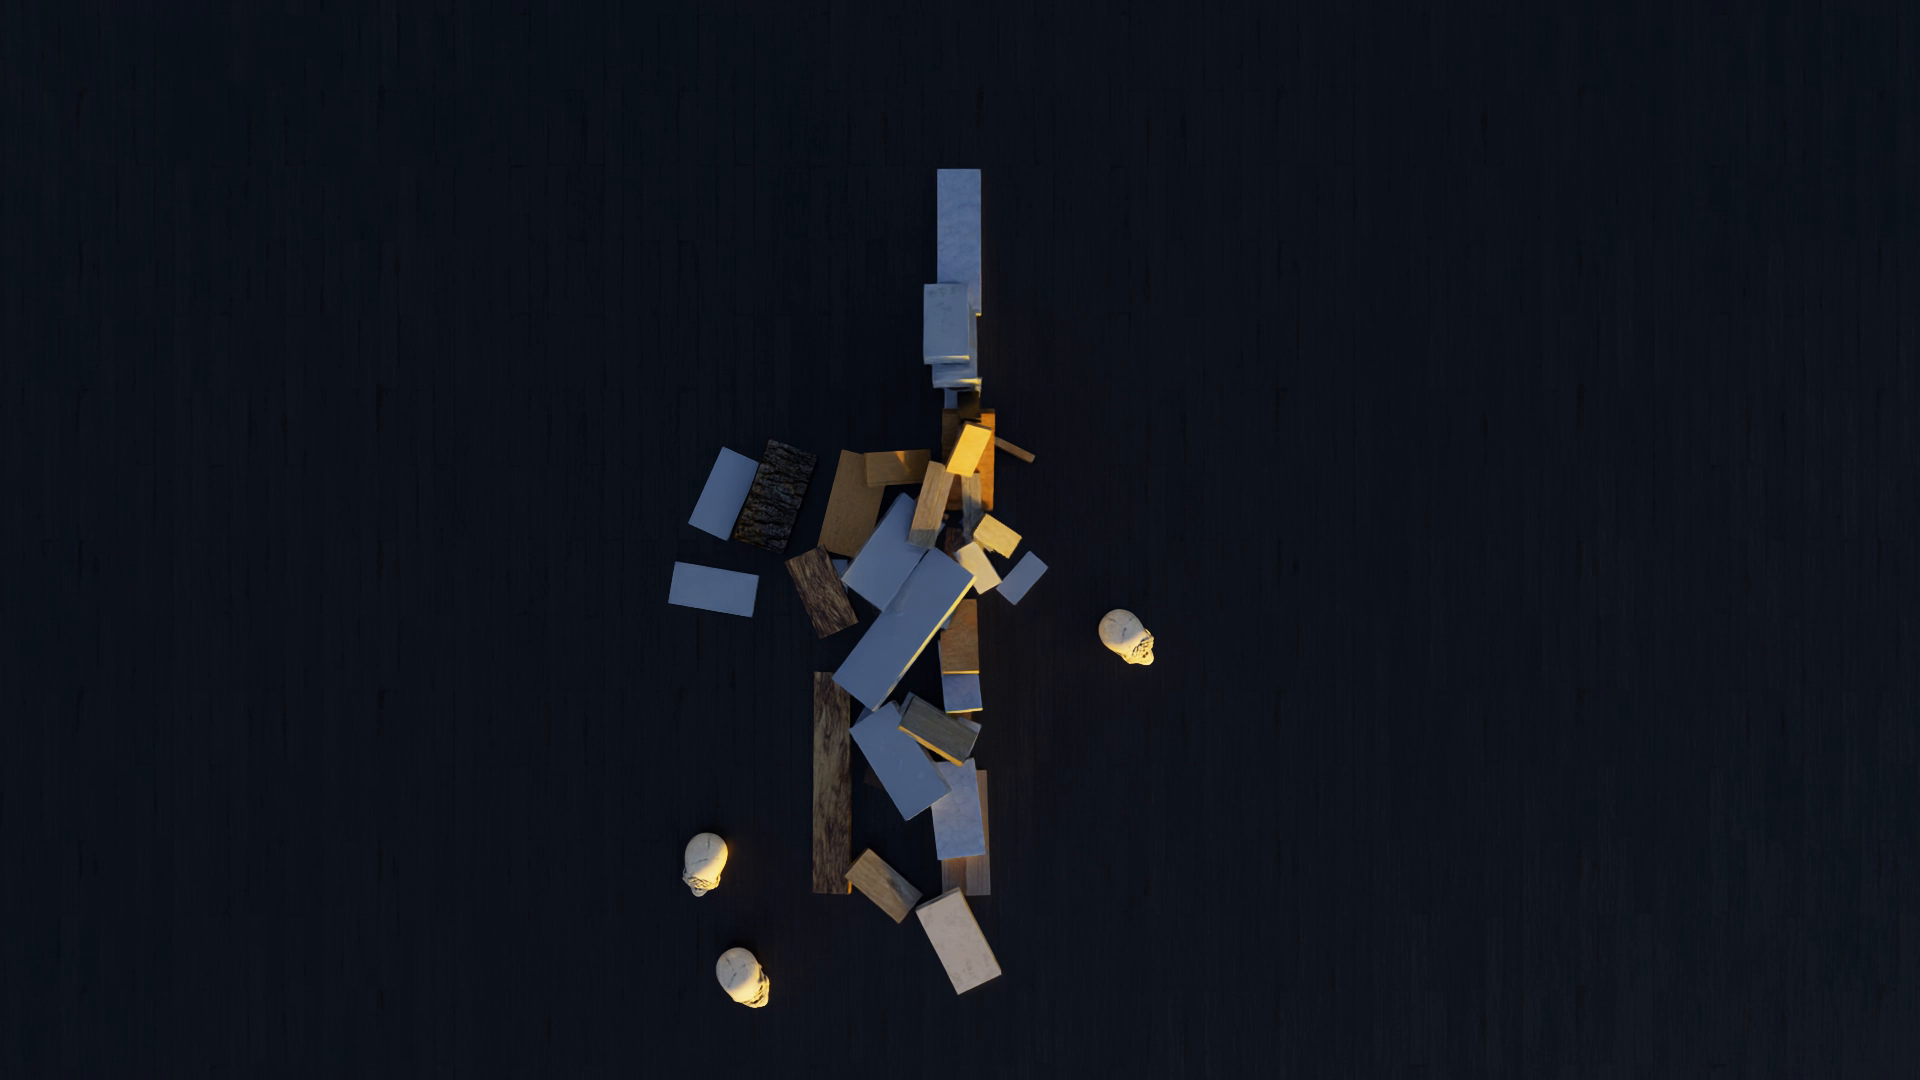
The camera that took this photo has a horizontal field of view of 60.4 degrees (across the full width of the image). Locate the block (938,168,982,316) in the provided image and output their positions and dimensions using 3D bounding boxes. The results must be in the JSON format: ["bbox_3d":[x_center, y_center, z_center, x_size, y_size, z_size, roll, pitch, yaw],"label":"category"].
[{"bbox_3d":[-0.003,-0.988,5.479,0.145,0.041,0.480,0,90,0],"label":"block"}]

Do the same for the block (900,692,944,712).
[{"bbox_3d":[-0.126,0.567,5.490,0.136,0.019,0.068,29,90,0],"label":"block"}]

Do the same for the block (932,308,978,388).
[{"bbox_3d":[-0.017,-0.626,5.380,0.145,0.041,0.290,-2,58,2],"label":"block"}]

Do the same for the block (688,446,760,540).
[{"bbox_3d":[-0.779,-0.154,5.480,0.140,0.040,0.280,24,90,0],"label":"block"}]

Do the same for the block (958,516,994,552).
[{"bbox_3d":[0.071,-0.034,5.476,0.146,0.021,0.073,44,84,-8],"label":"block"}]

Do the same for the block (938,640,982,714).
[{"bbox_3d":[-0.001,0.446,5.444,0.122,0.035,0.244,-6,73,-2],"label":"block"}]

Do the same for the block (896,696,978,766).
[{"bbox_3d":[-0.074,0.625,5.392,0.244,0.035,0.122,32,57,-7],"label":"block"}]

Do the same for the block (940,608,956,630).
[{"bbox_3d":[-0.052,0.218,5.446,0.073,0.021,0.146,20,79,14],"label":"block"}]

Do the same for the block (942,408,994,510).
[{"bbox_3d":[0.026,-0.262,5.384,0.169,0.048,0.337,0,114,0],"label":"block"}]

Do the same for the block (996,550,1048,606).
[{"bbox_3d":[0.206,0.126,5.488,0.086,0.024,0.171,42,90,0],"label":"block"}]

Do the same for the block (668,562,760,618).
[{"bbox_3d":[-0.817,0.163,5.480,0.280,0.040,0.140,10,90,0],"label":"block"}]

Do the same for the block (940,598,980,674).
[{"bbox_3d":[-0.003,0.319,5.447,0.122,0.035,0.244,-2,73,0],"label":"block"}]

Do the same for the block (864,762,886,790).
[{"bbox_3d":[-0.226,0.704,5.465,0.123,0.035,0.246,17,92,14],"label":"block"}]

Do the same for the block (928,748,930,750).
[{"bbox_3d":[-0.137,0.653,5.490,0.136,0.019,0.068,13,90,0],"label":"block"}]

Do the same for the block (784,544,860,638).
[{"bbox_3d":[-0.455,0.170,5.441,0.140,0.040,0.280,-24,93,2],"label":"block"}]

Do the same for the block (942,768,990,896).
[{"bbox_3d":[0.015,0.970,5.477,0.159,0.045,0.413,-2,90,0],"label":"block"}]

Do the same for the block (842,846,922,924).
[{"bbox_3d":[-0.255,1.140,5.452,0.246,0.035,0.123,42,80,-10],"label":"block"}]

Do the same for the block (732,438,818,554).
[{"bbox_3d":[-0.611,-0.144,5.456,0.169,0.048,0.347,19,90,-14],"label":"block"}]

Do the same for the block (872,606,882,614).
[{"bbox_3d":[-0.186,0.183,5.484,0.221,0.031,0.110,-6,90,0],"label":"block"}]

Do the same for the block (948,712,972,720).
[{"bbox_3d":[-0.003,0.592,5.489,0.081,0.023,0.161,-2,90,0],"label":"block"}]

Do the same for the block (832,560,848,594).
[{"bbox_3d":[-0.429,0.174,5.484,0.110,0.031,0.221,1,90,0],"label":"block"}]

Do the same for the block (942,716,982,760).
[{"bbox_3d":[0.005,0.672,5.466,0.081,0.023,0.161,22,91,0],"label":"block"}]

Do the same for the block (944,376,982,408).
[{"bbox_3d":[0.004,-0.429,5.437,0.114,0.032,0.229,5,114,-1],"label":"block"}]

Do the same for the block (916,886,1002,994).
[{"bbox_3d":[-0.005,1.324,5.453,0.159,0.045,0.319,-26,97,3],"label":"block"}]

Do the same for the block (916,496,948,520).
[{"bbox_3d":[-0.091,-0.106,5.469,0.123,0.062,0.017,33,90,0],"label":"block"}]

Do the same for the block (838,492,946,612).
[{"bbox_3d":[-0.224,0.038,5.430,0.177,0.050,0.354,38,82,-14],"label":"block"}]

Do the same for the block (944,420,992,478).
[{"bbox_3d":[0.027,-0.292,5.292,0.090,0.025,0.180,14,120,-20],"label":"block"}]

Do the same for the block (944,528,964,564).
[{"bbox_3d":[-0.017,0.034,5.490,0.073,0.021,0.146,7,90,0],"label":"block"}]

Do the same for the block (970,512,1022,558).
[{"bbox_3d":[0.118,-0.016,5.443,0.171,0.024,0.086,33,90,-33],"label":"block"}]

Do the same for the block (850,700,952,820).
[{"bbox_3d":[-0.195,0.722,5.408,0.177,0.050,0.354,-35,80,13],"label":"block"}]

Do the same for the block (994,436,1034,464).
[{"bbox_3d":[0.161,-0.305,5.455,0.180,0.090,0.026,26,90,0],"label":"block"}]

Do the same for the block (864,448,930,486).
[{"bbox_3d":[-0.205,-0.239,5.445,0.221,0.031,0.110,-5,96,-18],"label":"block"}]

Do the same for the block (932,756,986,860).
[{"bbox_3d":[-0.013,0.882,5.432,0.159,0.045,0.319,-7,90,0],"label":"block"}]

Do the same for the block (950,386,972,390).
[{"bbox_3d":[-0.005,-0.580,5.386,0.069,0.020,0.209,-4,58,0],"label":"block"}]

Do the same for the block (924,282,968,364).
[{"bbox_3d":[-0.045,-0.706,5.371,0.145,0.041,0.290,-1,62,2],"label":"block"}]

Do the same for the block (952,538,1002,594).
[{"bbox_3d":[0.058,0.087,5.458,0.086,0.024,0.171,-30,106,10],"label":"block"}]

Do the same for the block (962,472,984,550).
[{"bbox_3d":[0.043,-0.055,5.429,0.062,0.017,0.351,-3,111,0],"label":"block"}]

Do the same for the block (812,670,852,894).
[{"bbox_3d":[-0.423,0.803,5.472,0.123,0.035,0.733,0,90,11],"label":"block"}]

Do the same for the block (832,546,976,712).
[{"bbox_3d":[-0.182,0.290,5.413,0.177,0.050,0.551,36,87,15],"label":"block"}]

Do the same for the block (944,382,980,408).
[{"bbox_3d":[0.010,-0.395,5.392,0.114,0.032,0.229,-2,103,1],"label":"block"}]

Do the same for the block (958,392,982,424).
[{"bbox_3d":[0.030,-0.427,5.300,0.069,0.138,0.020,-3,133,-2],"label":"block"}]

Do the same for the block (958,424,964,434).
[{"bbox_3d":[0.025,-0.307,5.326,0.069,0.020,0.138,3,114,-1],"label":"block"}]

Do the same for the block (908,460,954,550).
[{"bbox_3d":[-0.093,-0.116,5.379,0.090,0.025,0.283,15,102,-4],"label":"block"}]

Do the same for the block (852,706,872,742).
[{"bbox_3d":[-0.311,0.612,5.490,0.068,0.019,0.136,31,90,0],"label":"block"}]

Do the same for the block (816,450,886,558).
[{"bbox_3d":[-0.350,-0.116,5.476,0.169,0.048,0.338,14,90,0],"label":"block"}]
